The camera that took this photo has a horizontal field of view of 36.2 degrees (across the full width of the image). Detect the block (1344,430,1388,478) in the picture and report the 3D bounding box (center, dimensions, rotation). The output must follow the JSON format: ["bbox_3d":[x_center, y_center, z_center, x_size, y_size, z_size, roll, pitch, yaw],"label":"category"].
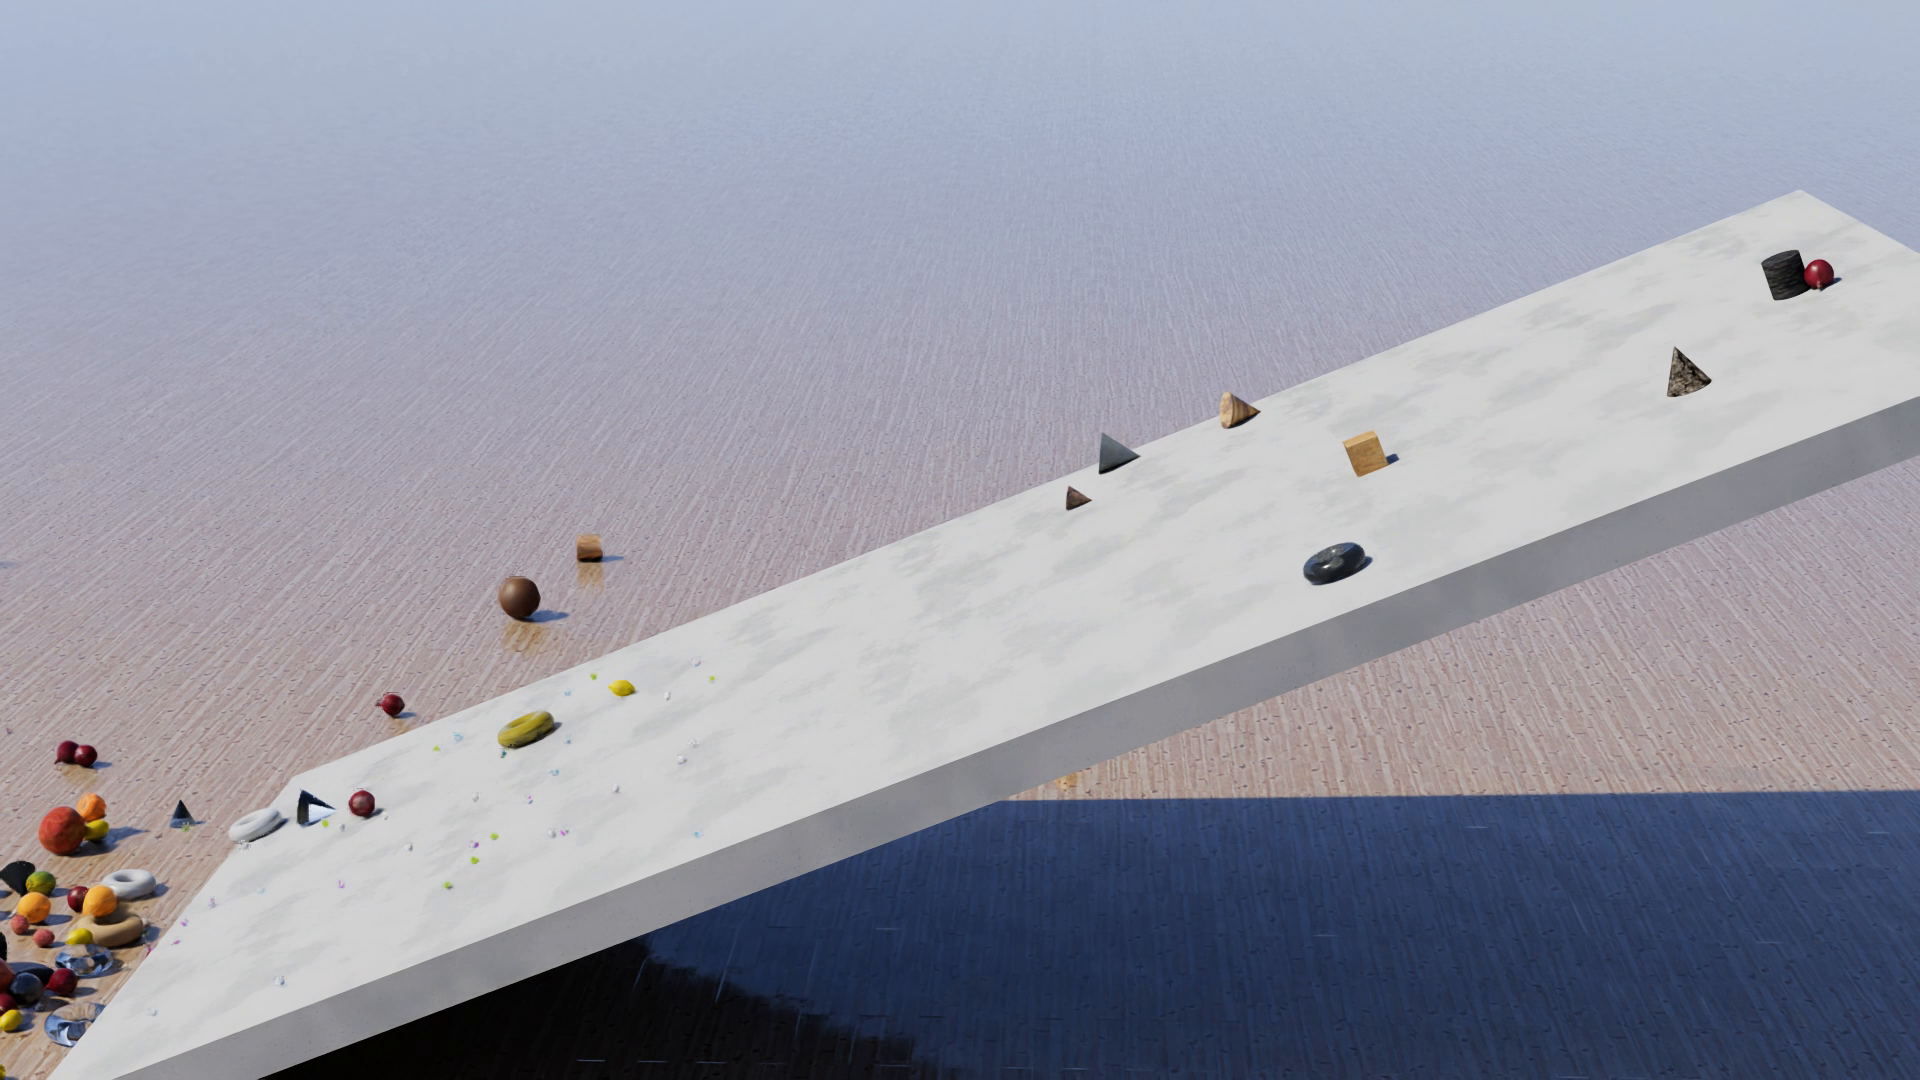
[{"bbox_3d":[0.842,-0.179,6.105,0.068,0.068,0.068,-22,12,5],"label":"block"}]

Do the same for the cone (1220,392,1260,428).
[{"bbox_3d":[0.678,-0.308,7.023,0.090,0.090,0.090,2,13,-15],"label":"cone"}]

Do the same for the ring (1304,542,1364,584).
[{"bbox_3d":[0.697,0.043,5.478,0.122,0.041,0.122,-23,13,6],"label":"ring"}]

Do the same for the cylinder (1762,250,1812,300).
[{"bbox_3d":[1.710,-0.548,6.089,0.080,0.080,0.080,-22,12,5],"label":"cylinder"}]

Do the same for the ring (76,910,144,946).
[{"bbox_3d":[-1.930,0.882,6.675,0.149,0.050,0.149,1,14,0],"label":"ring"}]

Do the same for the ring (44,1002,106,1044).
[{"bbox_3d":[-1.839,1.012,6.155,0.149,0.050,0.149,1,15,0],"label":"ring"}]

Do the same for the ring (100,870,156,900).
[{"bbox_3d":[-1.966,0.815,6.957,0.127,0.042,0.127,1,15,0],"label":"ring"}]

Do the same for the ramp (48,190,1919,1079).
[{"bbox_3d":[0.125,0.173,6.289,4.000,0.100,2.000,-21,12,7],"label":"ramp"}]

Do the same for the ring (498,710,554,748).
[{"bbox_3d":[-1.011,0.441,6.846,0.141,0.047,0.141,-22,11,4],"label":"ring"}]

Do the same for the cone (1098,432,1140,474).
[{"bbox_3d":[0.388,-0.206,7.098,0.100,0.100,0.100,5,14,3],"label":"cone"}]

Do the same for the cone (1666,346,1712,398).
[{"bbox_3d":[1.402,-0.337,5.714,0.090,0.090,0.090,-22,12,5],"label":"cone"}]

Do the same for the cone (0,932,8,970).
[{"bbox_3d":[-2.161,0.903,6.451,0.098,0.098,0.098,13,2,42],"label":"cone"}]

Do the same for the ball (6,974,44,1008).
[{"bbox_3d":[-2.000,0.964,6.292,0.075,0.075,0.075,0,14,0],"label":"ball"}]

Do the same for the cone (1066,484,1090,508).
[{"bbox_3d":[0.280,-0.095,6.862,0.058,0.058,0.058,14,15,2],"label":"cone"}]

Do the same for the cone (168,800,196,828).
[{"bbox_3d":[-1.965,0.685,7.422,0.068,0.068,0.068,0,14,0],"label":"cone"}]

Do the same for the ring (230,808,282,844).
[{"bbox_3d":[-1.685,0.683,7.035,0.131,0.044,0.131,-21,13,5],"label":"ring"}]

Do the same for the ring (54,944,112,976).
[{"bbox_3d":[-1.937,0.929,6.504,0.124,0.041,0.124,1,13,0],"label":"ring"}]

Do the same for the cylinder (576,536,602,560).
[{"bbox_3d":[-1.264,0.027,10.025,0.082,0.082,0.082,-2,14,-9],"label":"cylinder"}]
